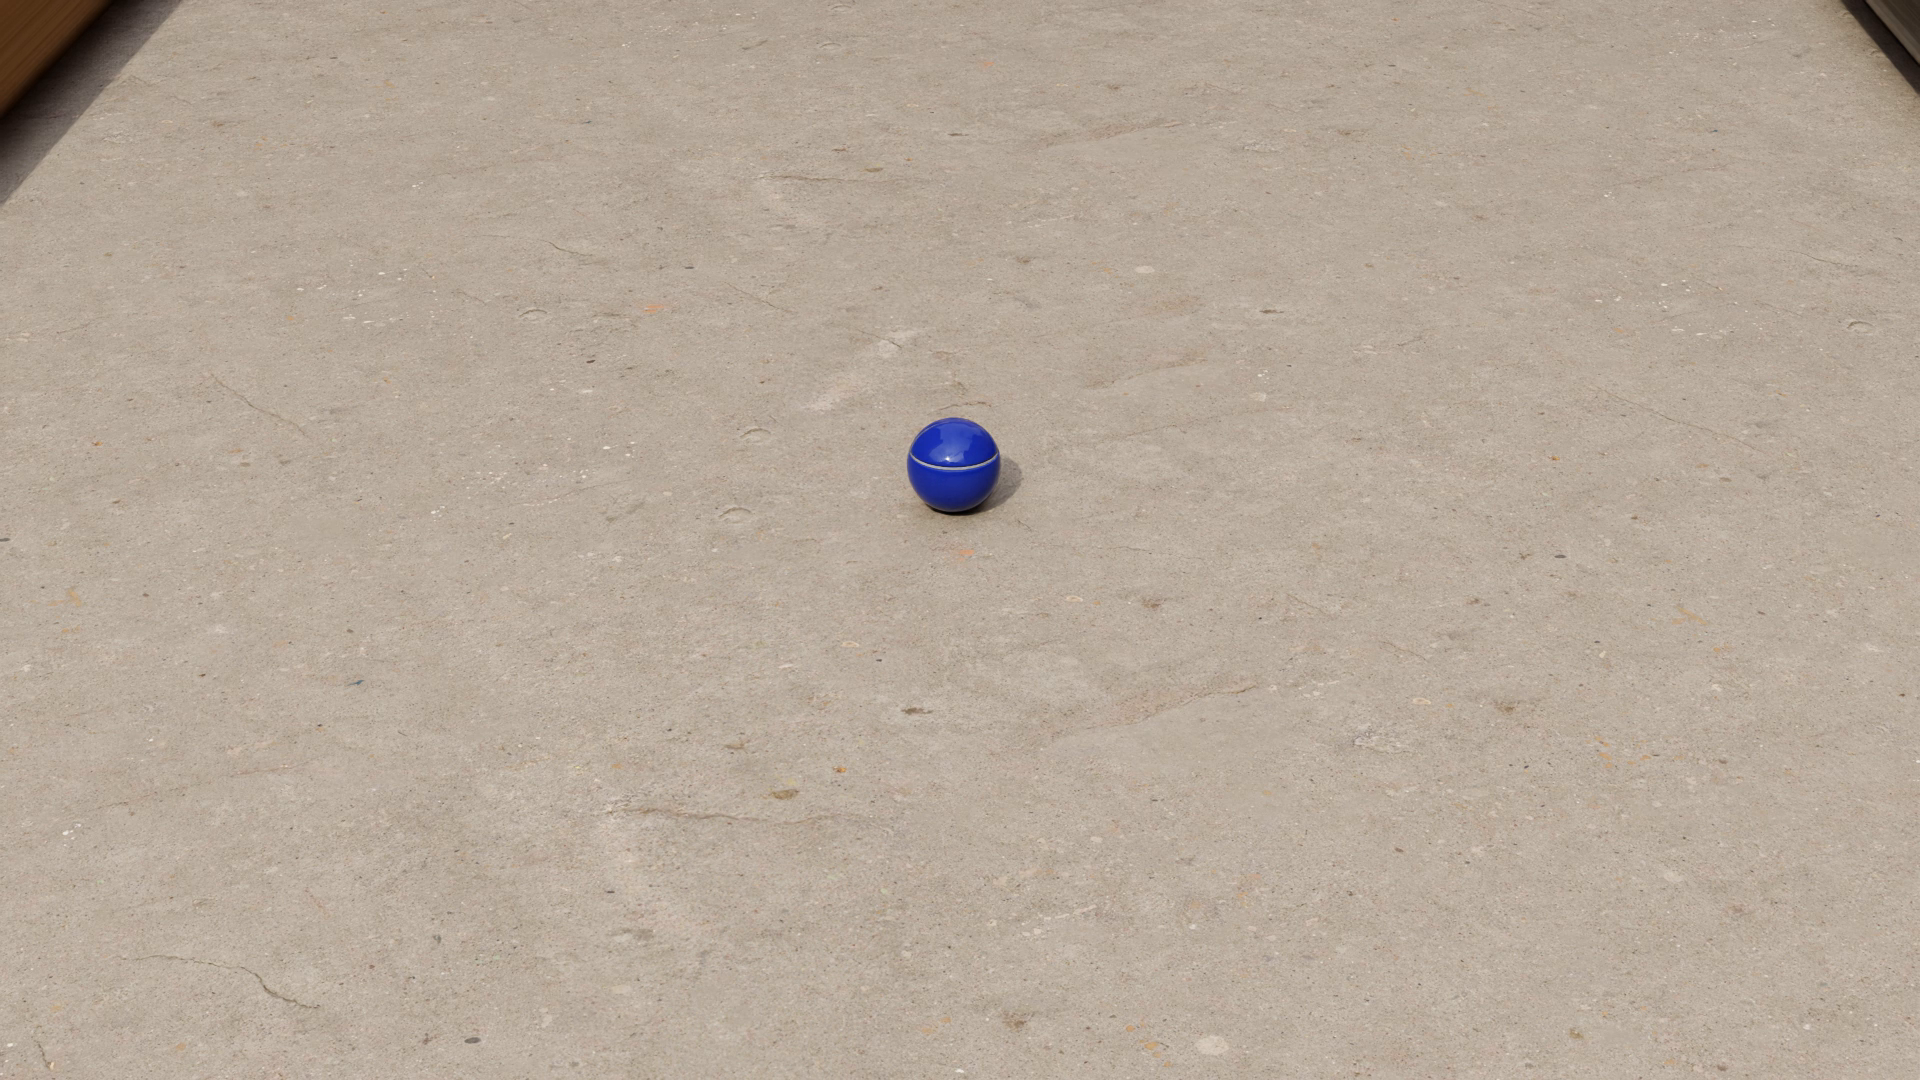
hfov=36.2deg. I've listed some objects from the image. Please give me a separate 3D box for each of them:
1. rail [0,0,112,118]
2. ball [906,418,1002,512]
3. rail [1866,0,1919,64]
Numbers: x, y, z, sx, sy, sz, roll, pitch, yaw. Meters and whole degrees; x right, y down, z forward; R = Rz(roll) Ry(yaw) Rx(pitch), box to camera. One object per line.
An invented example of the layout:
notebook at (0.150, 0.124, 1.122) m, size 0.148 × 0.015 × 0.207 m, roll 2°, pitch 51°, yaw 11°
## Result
rail at (-0.837, -0.381, 2.512) m, size 0.045 × 0.115 × 3.098 m, roll 1°, pitch 27°, yaw 1°
ball at (-0.004, -0.049, 1.925) m, size 0.062 × 0.062 × 0.062 m, roll 0°, pitch 27°, yaw 0°
rail at (0.873, -0.363, 2.476) m, size 0.045 × 0.115 × 3.098 m, roll 1°, pitch 27°, yaw 1°
